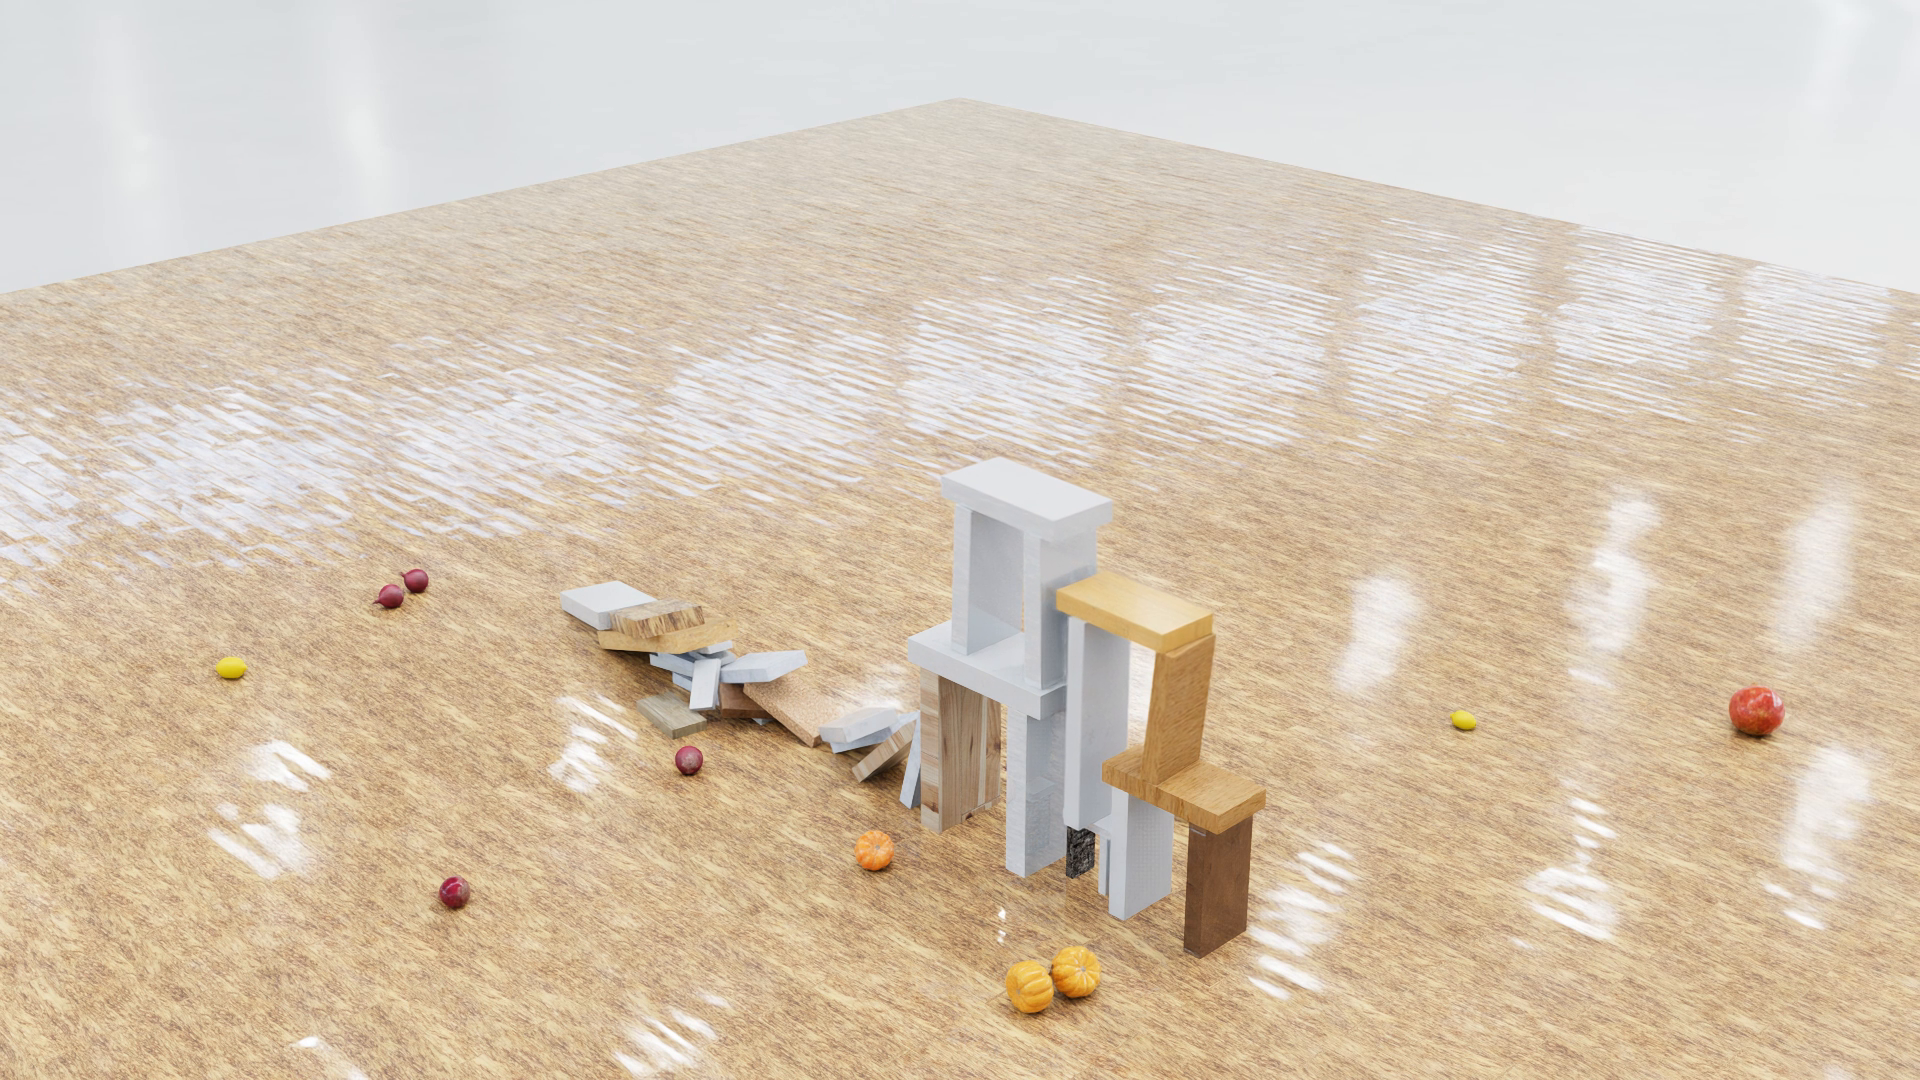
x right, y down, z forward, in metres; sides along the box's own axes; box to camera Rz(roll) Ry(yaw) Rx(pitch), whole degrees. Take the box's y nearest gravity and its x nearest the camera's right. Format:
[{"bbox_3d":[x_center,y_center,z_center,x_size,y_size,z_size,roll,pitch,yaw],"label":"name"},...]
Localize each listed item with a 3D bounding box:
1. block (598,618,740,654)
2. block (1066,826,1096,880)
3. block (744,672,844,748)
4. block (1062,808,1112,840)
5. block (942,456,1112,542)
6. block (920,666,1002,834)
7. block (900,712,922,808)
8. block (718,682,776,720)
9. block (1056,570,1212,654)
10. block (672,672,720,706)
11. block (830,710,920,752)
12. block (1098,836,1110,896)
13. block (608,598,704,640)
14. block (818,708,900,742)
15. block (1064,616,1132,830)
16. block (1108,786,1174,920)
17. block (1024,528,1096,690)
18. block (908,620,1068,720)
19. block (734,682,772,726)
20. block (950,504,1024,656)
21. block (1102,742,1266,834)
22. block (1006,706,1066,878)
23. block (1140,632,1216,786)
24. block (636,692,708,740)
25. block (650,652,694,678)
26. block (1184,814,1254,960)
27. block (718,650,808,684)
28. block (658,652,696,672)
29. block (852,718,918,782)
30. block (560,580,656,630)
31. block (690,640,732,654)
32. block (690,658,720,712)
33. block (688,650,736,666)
[{"bbox_3d":[-0.670,0.214,5.013,0.149,0.042,0.435,-15,7,-31],"label":"block"},{"bbox_3d":[0.232,0.583,4.226,0.063,0.125,0.018,-21,31,-40],"label":"block"},{"bbox_3d":[-0.357,0.359,4.786,0.216,0.031,0.108,36,40,26],"label":"block"},{"bbox_3d":[0.262,0.529,4.171,0.063,0.018,0.125,-21,31,-40],"label":"block"},{"bbox_3d":[0.122,-0.078,4.080,0.151,0.043,0.301,-20,30,-38],"label":"block"},{"bbox_3d":[0.003,0.391,4.386,0.177,0.354,0.050,-21,31,-41],"label":"block"},{"bbox_3d":[-0.050,0.427,4.453,0.117,0.234,0.033,-21,46,-41],"label":"block"},{"bbox_3d":[-0.425,0.354,4.813,0.203,0.024,0.084,4,37,-16],"label":"block"},{"bbox_3d":[0.311,0.128,3.947,0.131,0.037,0.262,-20,29,-38],"label":"block"},{"bbox_3d":[-0.554,0.325,4.962,0.185,0.026,0.093,21,31,41],"label":"block"},{"bbox_3d":[-0.169,0.403,4.642,0.108,0.031,0.216,-21,2,-41],"label":"block"},{"bbox_3d":[0.291,0.606,4.171,0.063,0.125,0.018,-21,31,-41],"label":"block"},{"bbox_3d":[-0.691,0.177,4.993,0.149,0.042,0.299,-13,6,-20],"label":"block"},{"bbox_3d":[-0.214,0.387,4.609,0.117,0.033,0.234,-21,2,-17],"label":"block"},{"bbox_3d":[0.256,0.324,4.082,0.131,0.428,0.037,-21,31,-40],"label":"block"},{"bbox_3d":[0.339,0.560,4.095,0.038,0.271,0.135,21,31,41],"label":"block"},{"bbox_3d":[0.186,0.112,4.076,0.151,0.301,0.043,-21,29,-40],"label":"block"},{"bbox_3d":[0.085,0.238,4.231,0.354,0.050,0.177,21,31,41],"label":"block"},{"bbox_3d":[-0.465,0.338,4.879,0.093,0.026,0.185,-22,44,-41],"label":"block"},{"bbox_3d":[0.055,0.057,4.205,0.151,0.301,0.043,-21,33,-40],"label":"block"},{"bbox_3d":[0.403,0.442,3.975,0.271,0.038,0.135,21,31,41],"label":"block"},{"bbox_3d":[0.169,0.456,4.233,0.050,0.354,0.177,21,31,41],"label":"block"},{"bbox_3d":[0.390,0.297,3.931,0.037,0.262,0.131,24,33,35],"label":"block"},{"bbox_3d":[-0.633,0.384,4.825,0.084,0.024,0.168,-15,27,-32],"label":"block"},{"bbox_3d":[-0.610,0.275,5.009,0.185,0.026,0.093,12,25,41],"label":"block"},{"bbox_3d":[0.467,0.610,3.977,0.038,0.271,0.135,21,31,41],"label":"block"},{"bbox_3d":[-0.440,0.278,4.811,0.108,0.031,0.216,-24,11,-37],"label":"block"},{"bbox_3d":[-0.599,0.263,4.963,0.084,0.024,0.168,-20,24,-38],"label":"block"},{"bbox_3d":[-0.118,0.420,4.527,0.117,0.234,0.033,-21,76,-41],"label":"block"},{"bbox_3d":[-0.839,0.155,5.261,0.149,0.042,0.299,-12,13,-25],"label":"block"},{"bbox_3d":[-0.553,0.235,4.878,0.056,0.016,0.113,-15,7,-28],"label":"block"},{"bbox_3d":[-0.559,0.318,4.821,0.056,0.016,0.112,-6,64,23],"label":"block"},{"bbox_3d":[-0.554,0.256,4.909,0.056,0.016,0.112,-17,22,-32],"label":"block"}]
